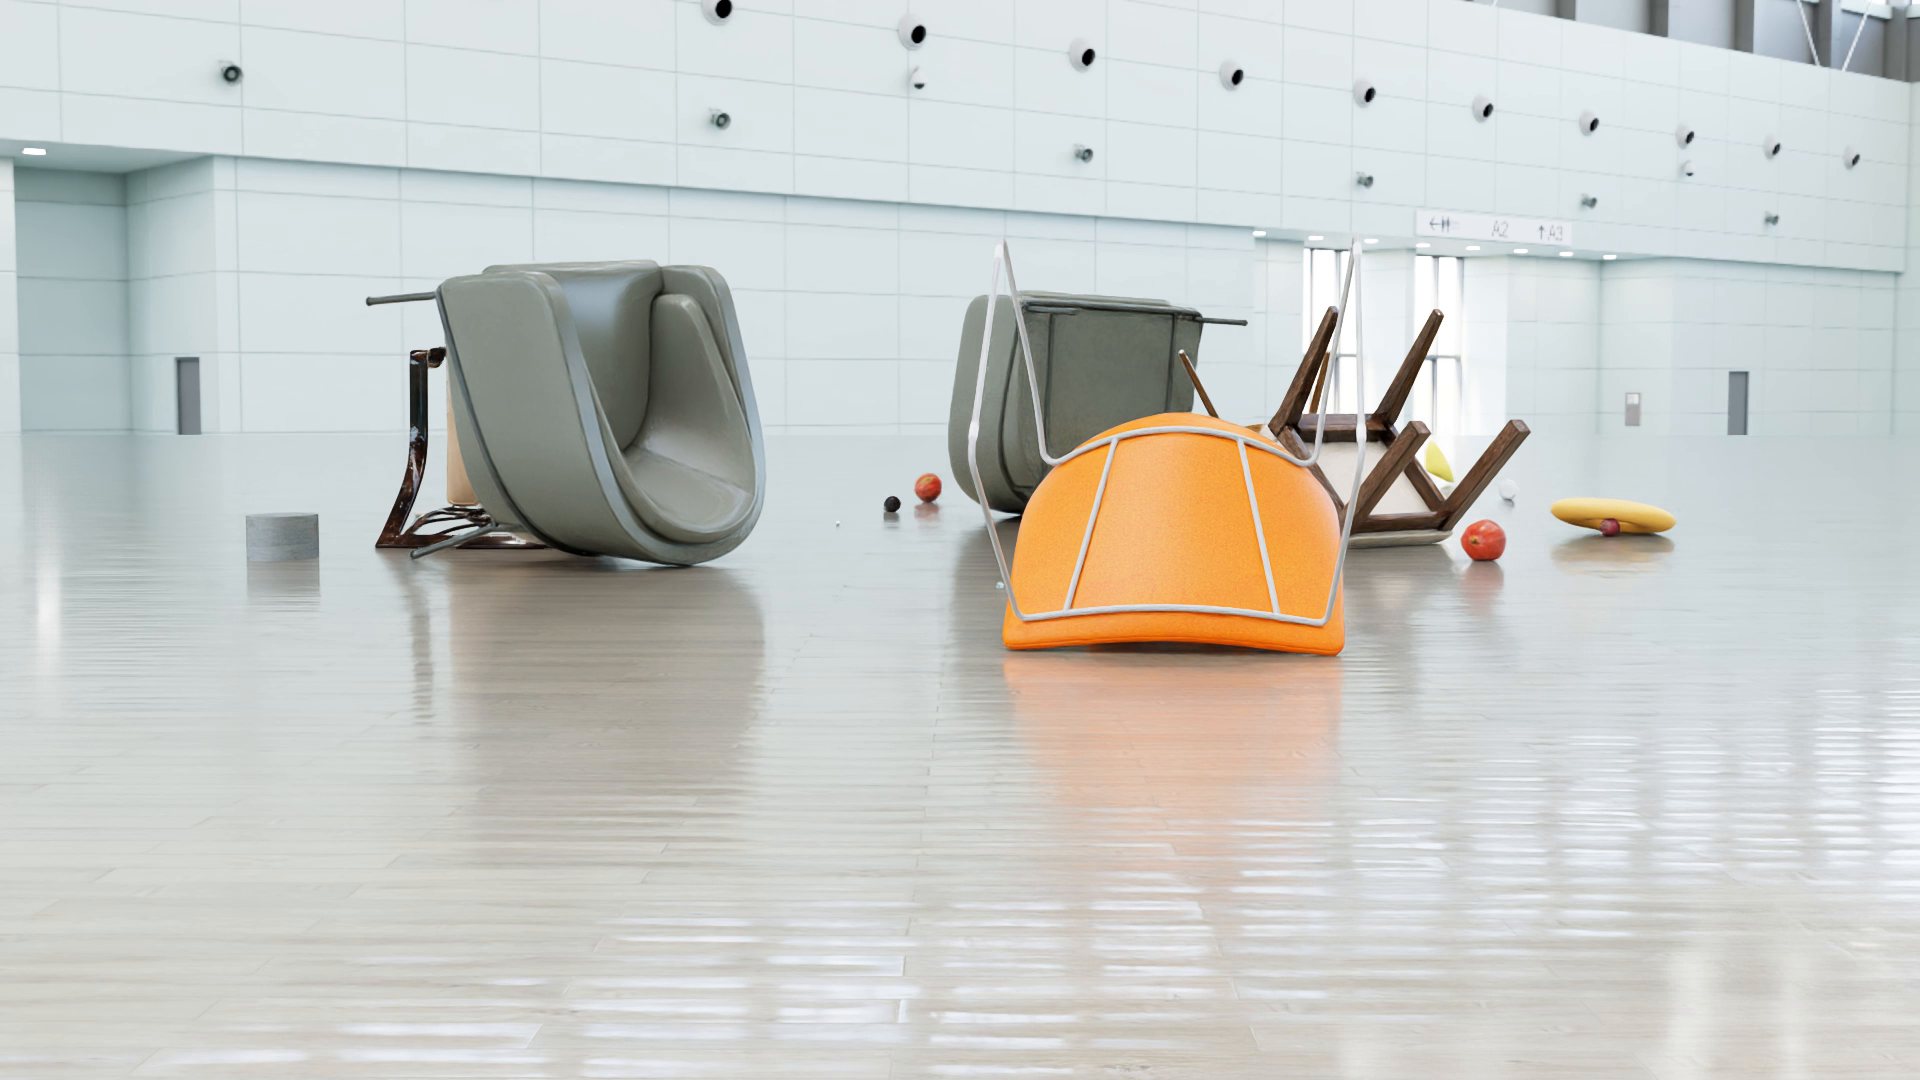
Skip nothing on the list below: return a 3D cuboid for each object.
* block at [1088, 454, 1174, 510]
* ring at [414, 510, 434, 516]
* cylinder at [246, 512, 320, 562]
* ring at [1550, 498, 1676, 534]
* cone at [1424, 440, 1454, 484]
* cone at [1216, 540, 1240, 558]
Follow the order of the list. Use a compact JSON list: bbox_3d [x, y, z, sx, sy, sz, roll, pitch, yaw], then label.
[{"bbox_3d":[0.653,-0.223,8.382,0.255,0.194,0.262,-1,4,-14],"label":"block"},{"bbox_3d":[-1.893,-0.093,7.768,0.076,0.018,0.057,1,5,20],"label":"ring"},{"bbox_3d":[-1.799,-0.010,5.842,0.173,0.116,0.232,1,4,8],"label":"cylinder"},{"bbox_3d":[2.020,-0.075,6.807,0.380,0.064,0.282,8,-8,6],"label":"ring"},{"bbox_3d":[2.237,-0.348,10.421,0.094,0.233,0.223,-28,42,-4],"label":"cone"},{"bbox_3d":[0.697,0.036,5.858,0.075,0.047,0.081,-3,18,33],"label":"cone"}]
